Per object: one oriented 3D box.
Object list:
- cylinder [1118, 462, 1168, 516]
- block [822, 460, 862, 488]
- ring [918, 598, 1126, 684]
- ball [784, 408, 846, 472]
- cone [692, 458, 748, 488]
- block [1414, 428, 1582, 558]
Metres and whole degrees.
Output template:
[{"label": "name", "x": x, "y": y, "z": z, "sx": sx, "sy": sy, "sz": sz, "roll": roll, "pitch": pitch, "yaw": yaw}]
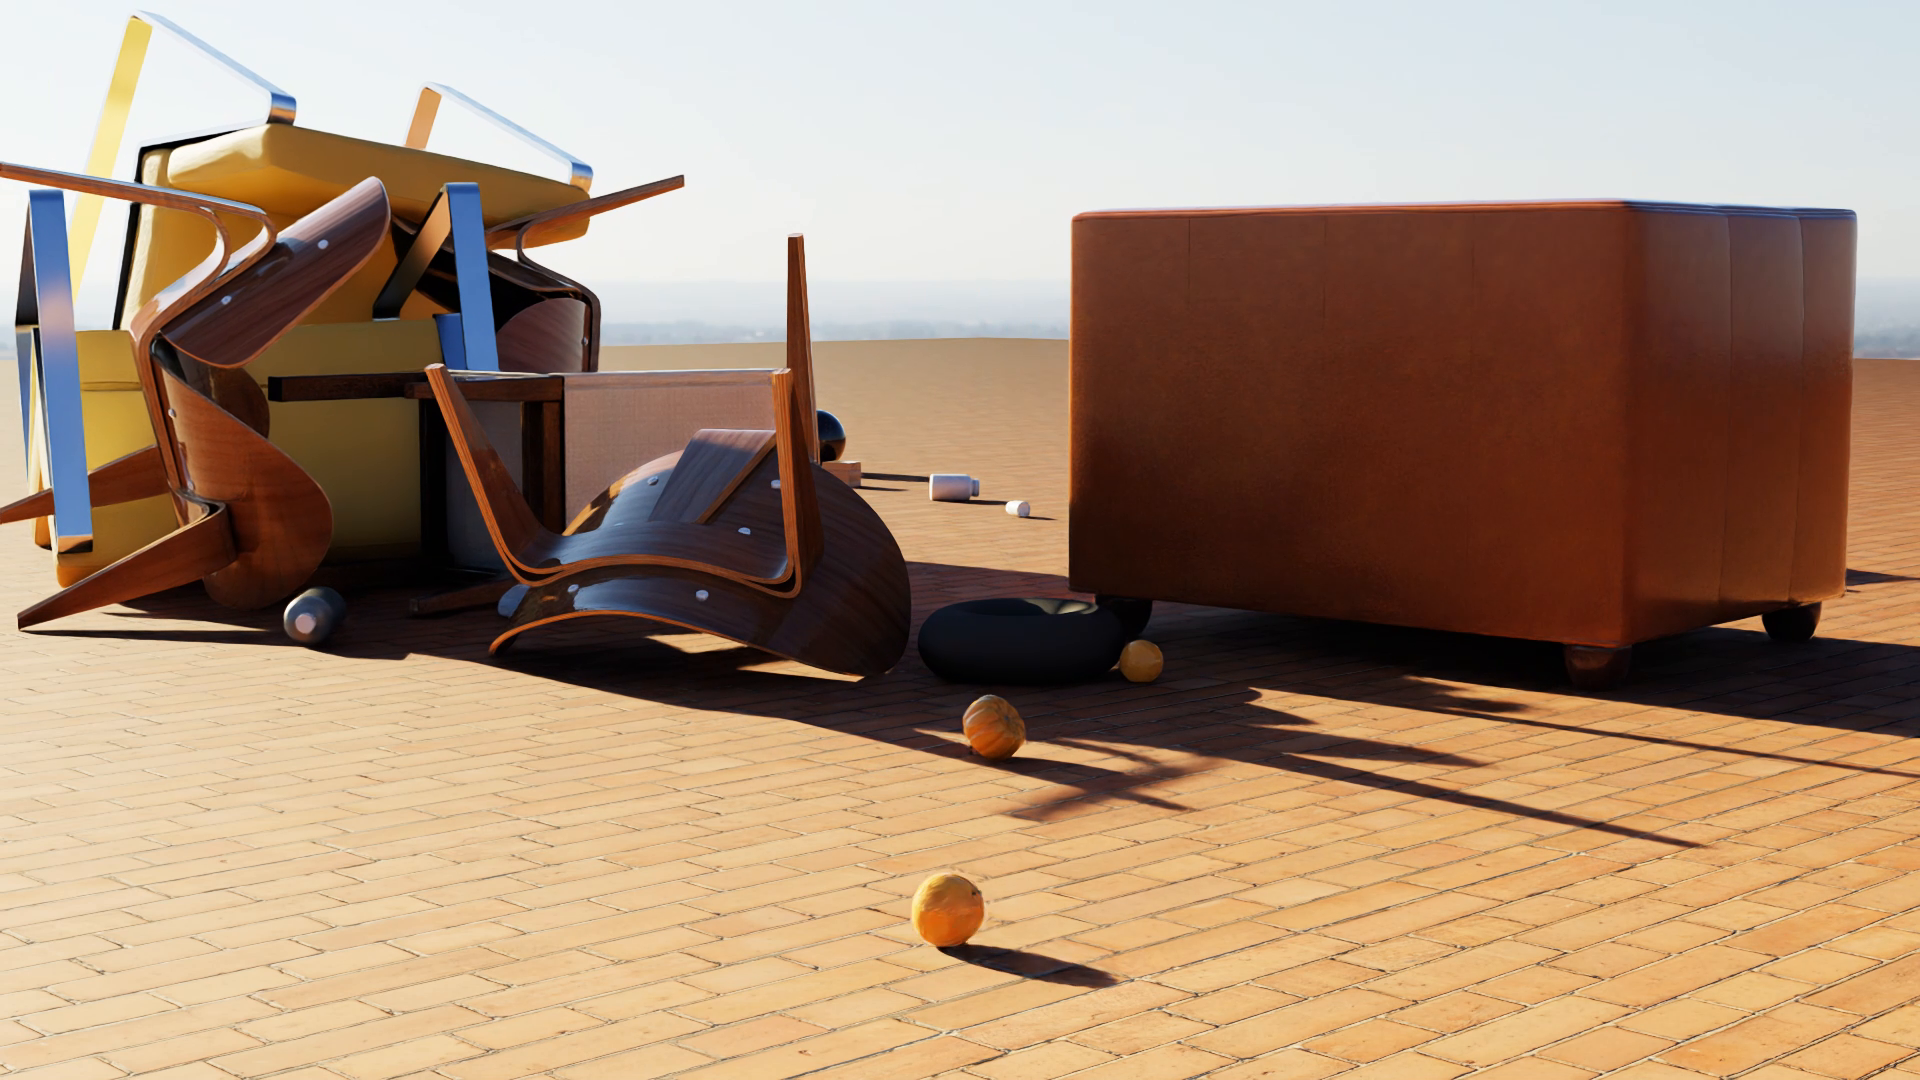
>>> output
[{"label": "cylinder", "x": 0.505, "y": -0.144, "z": 7.110, "sx": 0.092, "sy": 0.147, "sz": 0.094, "roll": 19, "pitch": -8, "yaw": -39}, {"label": "block", "x": -0.371, "y": -0.207, "z": 8.052, "sx": 0.097, "sy": 0.076, "sz": 0.074, "roll": 3, "pitch": 7, "yaw": 29}, {"label": "ring", "x": 0.102, "y": 0.167, "z": 4.251, "sx": 0.347, "sy": 0.114, "sz": 0.301, "roll": -2, "pitch": 7, "yaw": -13}, {"label": "ball", "x": -0.490, "y": -0.335, "z": 8.634, "sx": 0.212, "sy": 0.212, "sz": 0.212, "roll": 0, "pitch": 6, "yaw": 0}, {"label": "cone", "x": -0.709, "y": -0.190, "z": 8.018, "sx": 0.174, "sy": 0.092, "sz": 0.191, "roll": -15, "pitch": -17, "yaw": 25}, {"label": "block", "x": 1.295, "y": -0.119, "z": 6.188, "sx": 0.283, "sy": 0.283, "sz": 0.270, "roll": -3, "pitch": 7, "yaw": -29}]
